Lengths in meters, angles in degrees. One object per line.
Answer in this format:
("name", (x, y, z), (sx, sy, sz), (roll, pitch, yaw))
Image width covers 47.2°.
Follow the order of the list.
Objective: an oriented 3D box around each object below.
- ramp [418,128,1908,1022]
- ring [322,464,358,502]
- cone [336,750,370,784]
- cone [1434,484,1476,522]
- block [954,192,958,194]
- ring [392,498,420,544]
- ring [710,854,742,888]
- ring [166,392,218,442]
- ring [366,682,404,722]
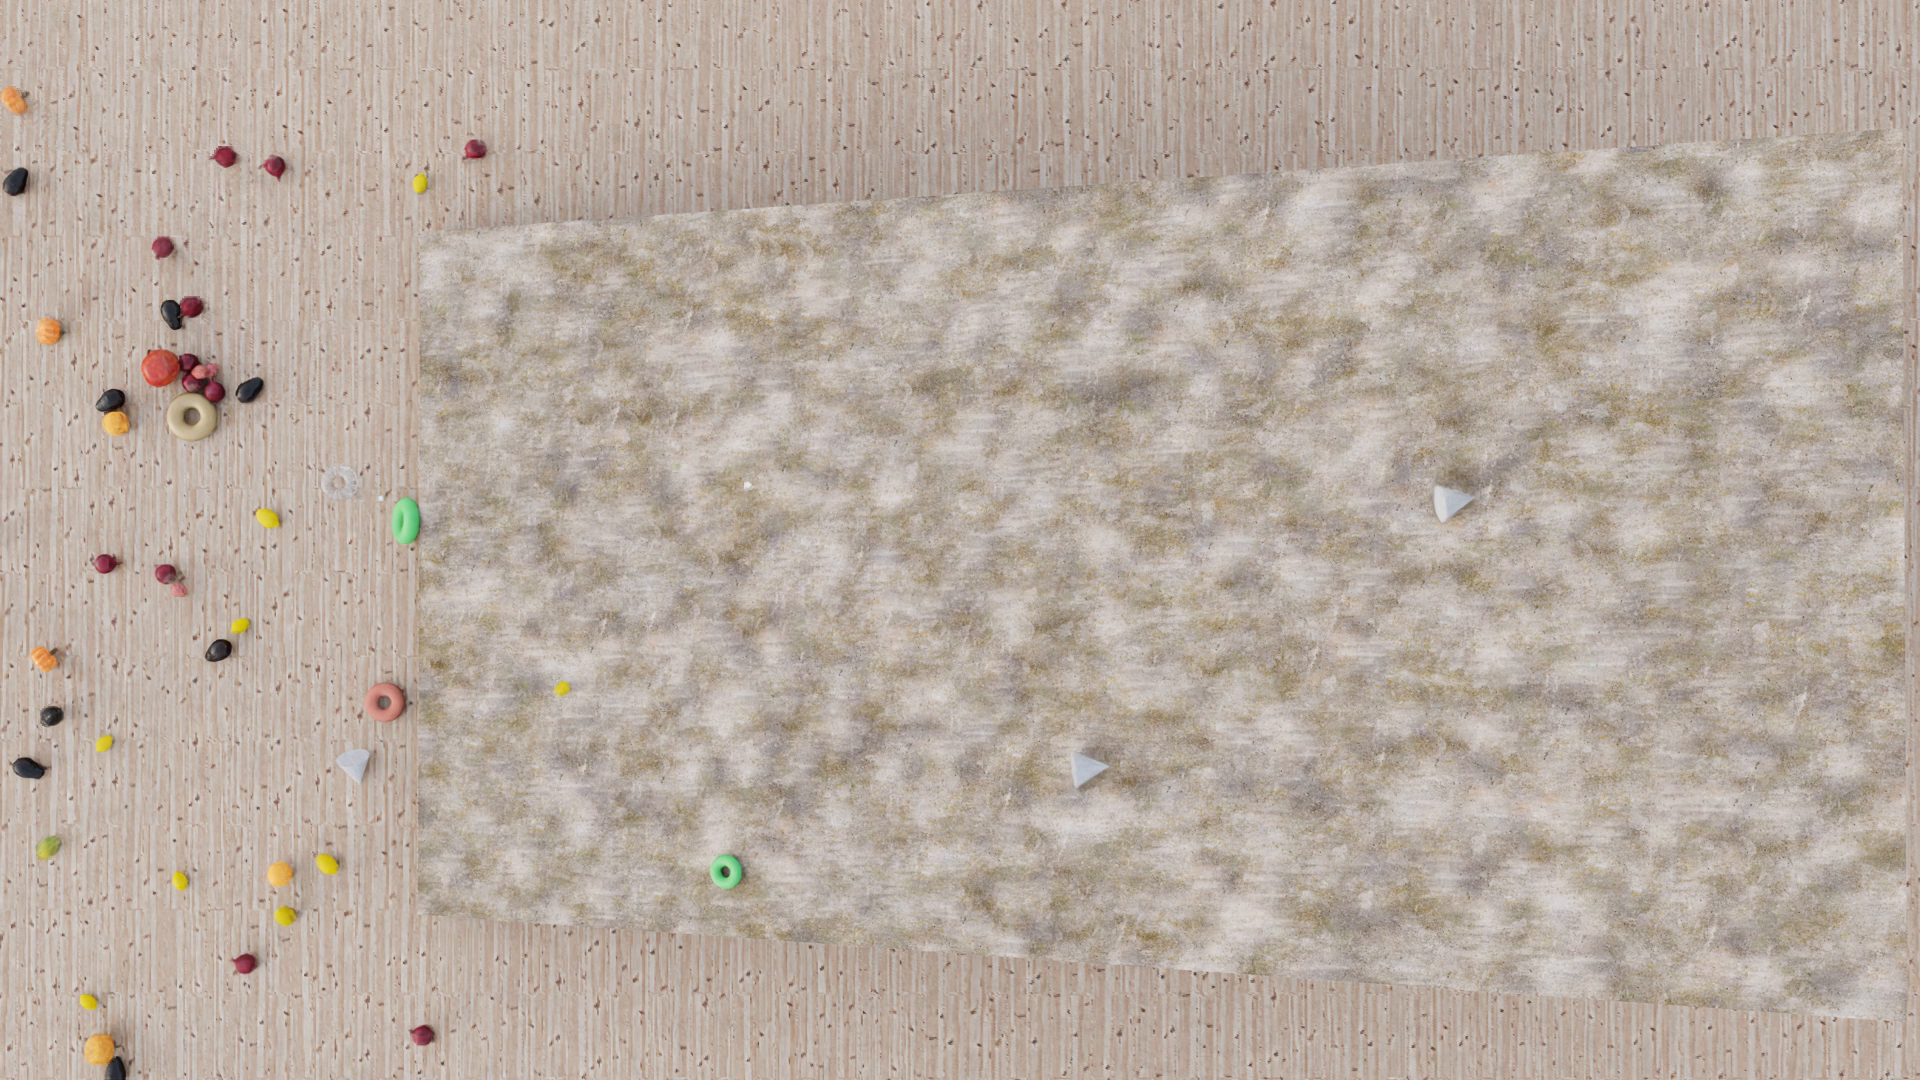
("ramp", (0.283, 0.086, 5.727), (4.000, 0.100, 2.000), (0, 89, 22))
("ring", (-1.840, -0.169, 6.521), (0.109, 0.036, 0.109), (0, 90, 1))
("cone", (-1.785, 0.686, 6.506), (0.097, 0.097, 0.097), (-7, 116, 0))
("cone", (1.196, -0.096, 5.277), (0.089, 0.089, 0.089), (-11, 89, -5))
("block", (-0.021, -0.990, 6.520), (0.056, 0.056, 0.056), (-28, 89, 0))
("ring", (-1.632, -0.056, 6.477), (0.047, 0.140, 0.140), (3, 89, -35))
("ring", (-0.641, 0.909, 6.027), (0.094, 0.031, 0.094), (-1, 87, 22))
("ring", (-2.276, -0.366, 6.517), (0.148, 0.049, 0.148), (0, 90, -1))
("ring", (-1.702, 0.480, 6.511), (0.118, 0.039, 0.118), (0, 90, -1))
